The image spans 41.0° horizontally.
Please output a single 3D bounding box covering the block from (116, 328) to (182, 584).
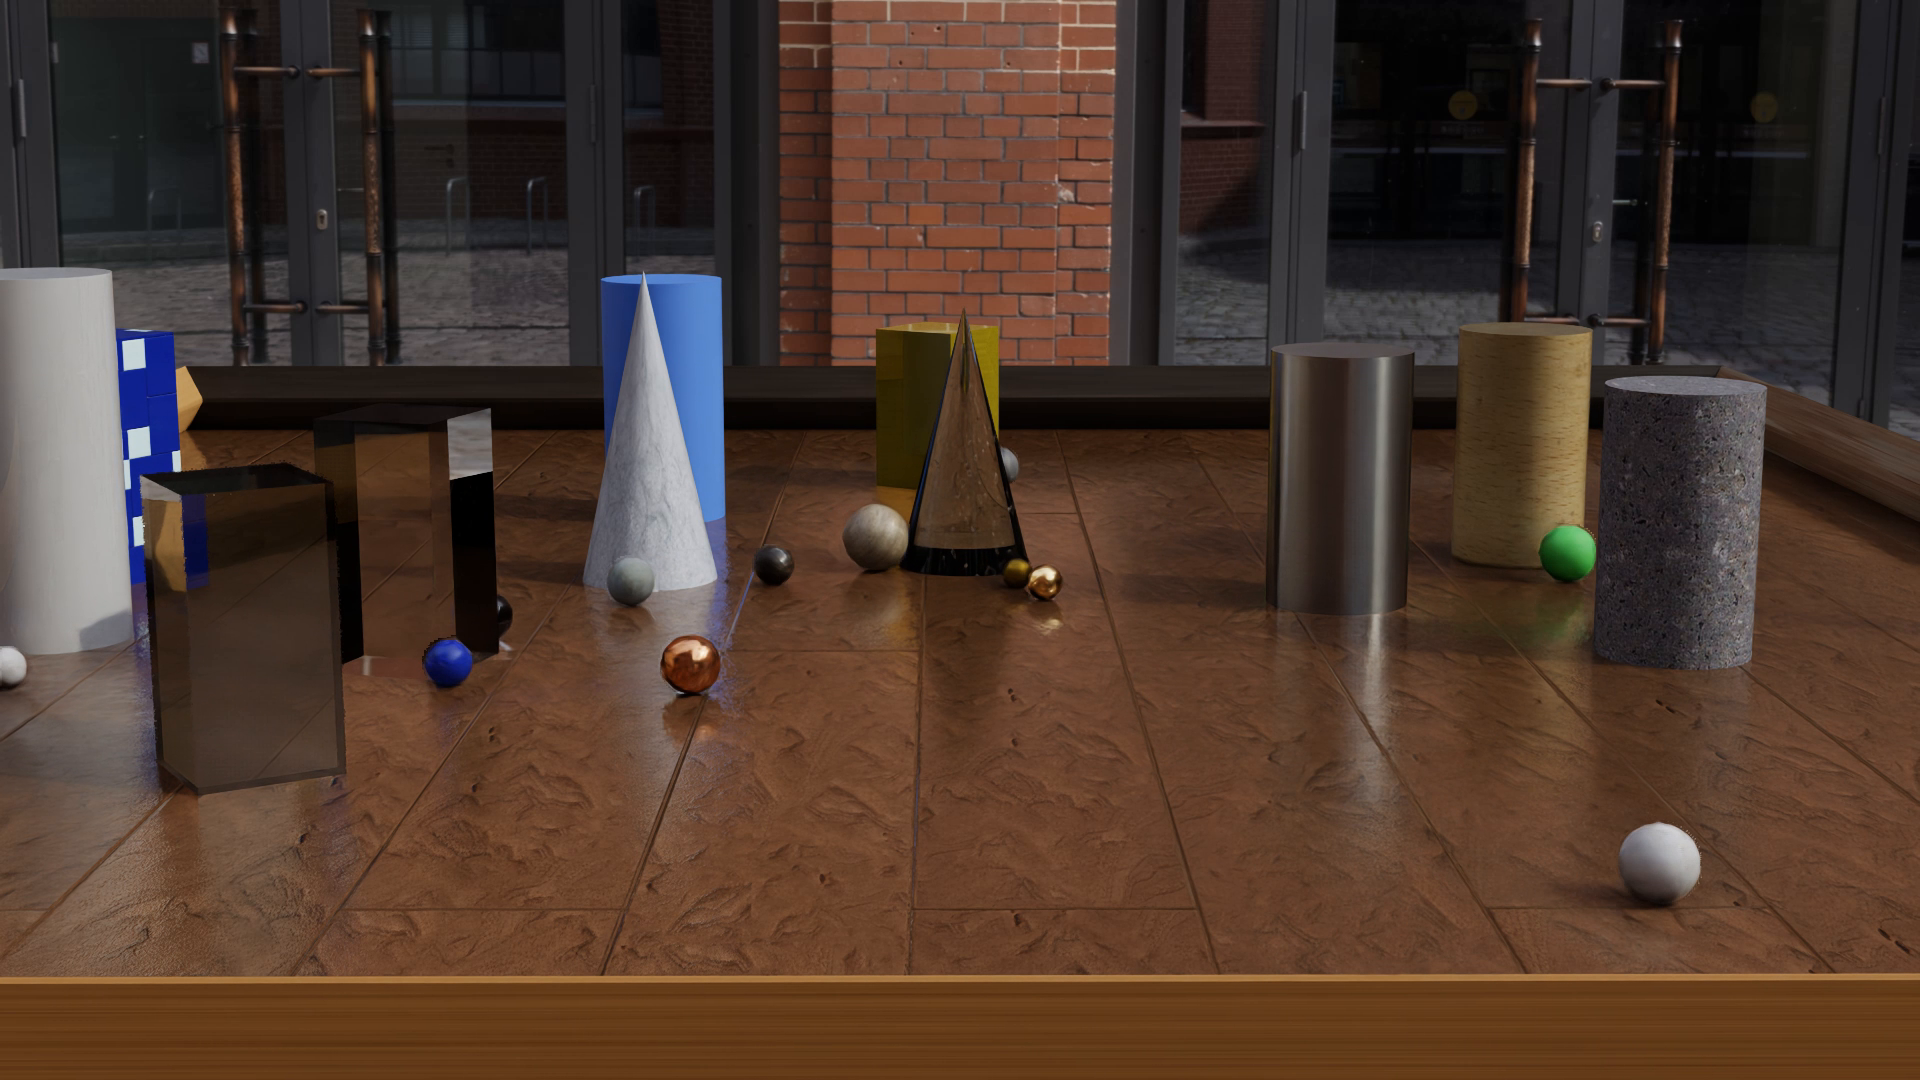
[{"bbox_3d":[-1.226,-0.119,3.659,0.154,0.349,0.154,5,12,27],"label":"block"}]

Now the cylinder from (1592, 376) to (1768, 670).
[{"bbox_3d":[0.892,-0.025,3.184,0.193,0.336,0.193,0,11,0],"label":"cylinder"}]

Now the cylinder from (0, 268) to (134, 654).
[{"bbox_3d":[-1.161,-0.104,3.251,0.193,0.467,0.193,0,11,0],"label":"cylinder"}]

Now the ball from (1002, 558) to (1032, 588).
[{"bbox_3d":[0.081,0.046,3.606,0.042,0.042,0.042,0,11,0],"label":"ball"}]

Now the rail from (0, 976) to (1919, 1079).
[{"bbox_3d":[0.010,0.349,1.744,3.098,0.125,0.045,0,11,0],"label":"rail"}]

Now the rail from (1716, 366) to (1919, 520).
[{"bbox_3d":[1.525,0.031,3.458,0.045,0.125,3.516,0,11,0],"label":"rail"}]

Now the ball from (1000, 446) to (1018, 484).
[{"bbox_3d":[0.066,-0.126,4.454,0.072,0.072,0.072,0,11,0],"label":"ball"}]

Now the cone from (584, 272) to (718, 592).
[{"bbox_3d":[-0.444,-0.162,3.638,0.193,0.440,0.193,0,11,0],"label":"cone"}]

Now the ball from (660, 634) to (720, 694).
[{"bbox_3d":[-0.315,0.145,2.999,0.070,0.070,0.070,0,11,0],"label":"ball"}]

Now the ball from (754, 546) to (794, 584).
[{"bbox_3d":[-0.263,0.036,3.626,0.056,0.056,0.056,0,11,0],"label":"ball"}]

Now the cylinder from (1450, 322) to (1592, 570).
[{"bbox_3d":[0.830,-0.142,3.795,0.193,0.342,0.193,0,11,0],"label":"cylinder"}]

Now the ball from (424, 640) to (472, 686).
[{"bbox_3d":[-0.605,0.145,3.037,0.056,0.056,0.056,0,11,0],"label":"ball"}]

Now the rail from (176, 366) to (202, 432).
[{"bbox_3d":[-1.525,0.034,3.440,0.045,0.125,3.516,0,11,0],"label":"rail"}]

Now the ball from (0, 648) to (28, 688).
[{"bbox_3d":[-1.126,0.151,3.025,0.048,0.048,0.048,0,11,0],"label":"ball"}]

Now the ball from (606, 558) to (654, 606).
[{"bbox_3d":[-0.448,0.056,3.489,0.065,0.065,0.065,0,11,0],"label":"ball"}]

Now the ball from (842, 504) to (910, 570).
[{"bbox_3d":[-0.122,-0.004,3.730,0.096,0.096,0.096,0,11,0],"label":"ball"}]

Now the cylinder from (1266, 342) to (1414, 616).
[{"bbox_3d":[0.516,-0.087,3.491,0.193,0.345,0.193,0,11,0],"label":"cylinder"}]

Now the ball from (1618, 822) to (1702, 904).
[{"bbox_3d":[0.613,0.284,2.251,0.071,0.071,0.071,0,11,0],"label":"ball"}]

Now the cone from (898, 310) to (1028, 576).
[{"bbox_3d":[0.006,-0.152,3.748,0.193,0.381,0.193,0,11,0],"label":"cone"}]

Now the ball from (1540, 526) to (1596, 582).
[{"bbox_3d":[0.865,0.019,3.649,0.080,0.080,0.080,0,11,0],"label":"ball"}]

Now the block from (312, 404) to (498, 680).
[{"bbox_3d":[-0.674,-0.001,3.131,0.154,0.309,0.154,3,11,17],"label":"block"}]

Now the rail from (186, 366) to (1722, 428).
[{"bbox_3d":[-0.010,-0.285,5.154,3.098,0.125,0.045,0,11,0],"label":"rail"}]

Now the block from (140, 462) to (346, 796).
[{"bbox_3d":[-0.743,0.088,2.661,0.154,0.306,0.154,-7,12,-32],"label":"block"}]

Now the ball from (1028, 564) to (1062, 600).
[{"bbox_3d":[0.117,0.058,3.524,0.048,0.048,0.048,0,11,0],"label":"ball"}]

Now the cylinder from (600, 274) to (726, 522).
[{"bbox_3d":[-0.480,-0.230,4.154,0.193,0.385,0.193,0,11,0],"label":"cylinder"}]

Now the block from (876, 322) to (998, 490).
[{"bbox_3d":[-0.039,-0.234,4.479,0.154,0.274,0.154,7,12,32],"label":"block"}]

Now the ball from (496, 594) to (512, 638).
[{"bbox_3d":[-0.602,0.097,3.282,0.060,0.060,0.060,0,11,0],"label":"ball"}]
